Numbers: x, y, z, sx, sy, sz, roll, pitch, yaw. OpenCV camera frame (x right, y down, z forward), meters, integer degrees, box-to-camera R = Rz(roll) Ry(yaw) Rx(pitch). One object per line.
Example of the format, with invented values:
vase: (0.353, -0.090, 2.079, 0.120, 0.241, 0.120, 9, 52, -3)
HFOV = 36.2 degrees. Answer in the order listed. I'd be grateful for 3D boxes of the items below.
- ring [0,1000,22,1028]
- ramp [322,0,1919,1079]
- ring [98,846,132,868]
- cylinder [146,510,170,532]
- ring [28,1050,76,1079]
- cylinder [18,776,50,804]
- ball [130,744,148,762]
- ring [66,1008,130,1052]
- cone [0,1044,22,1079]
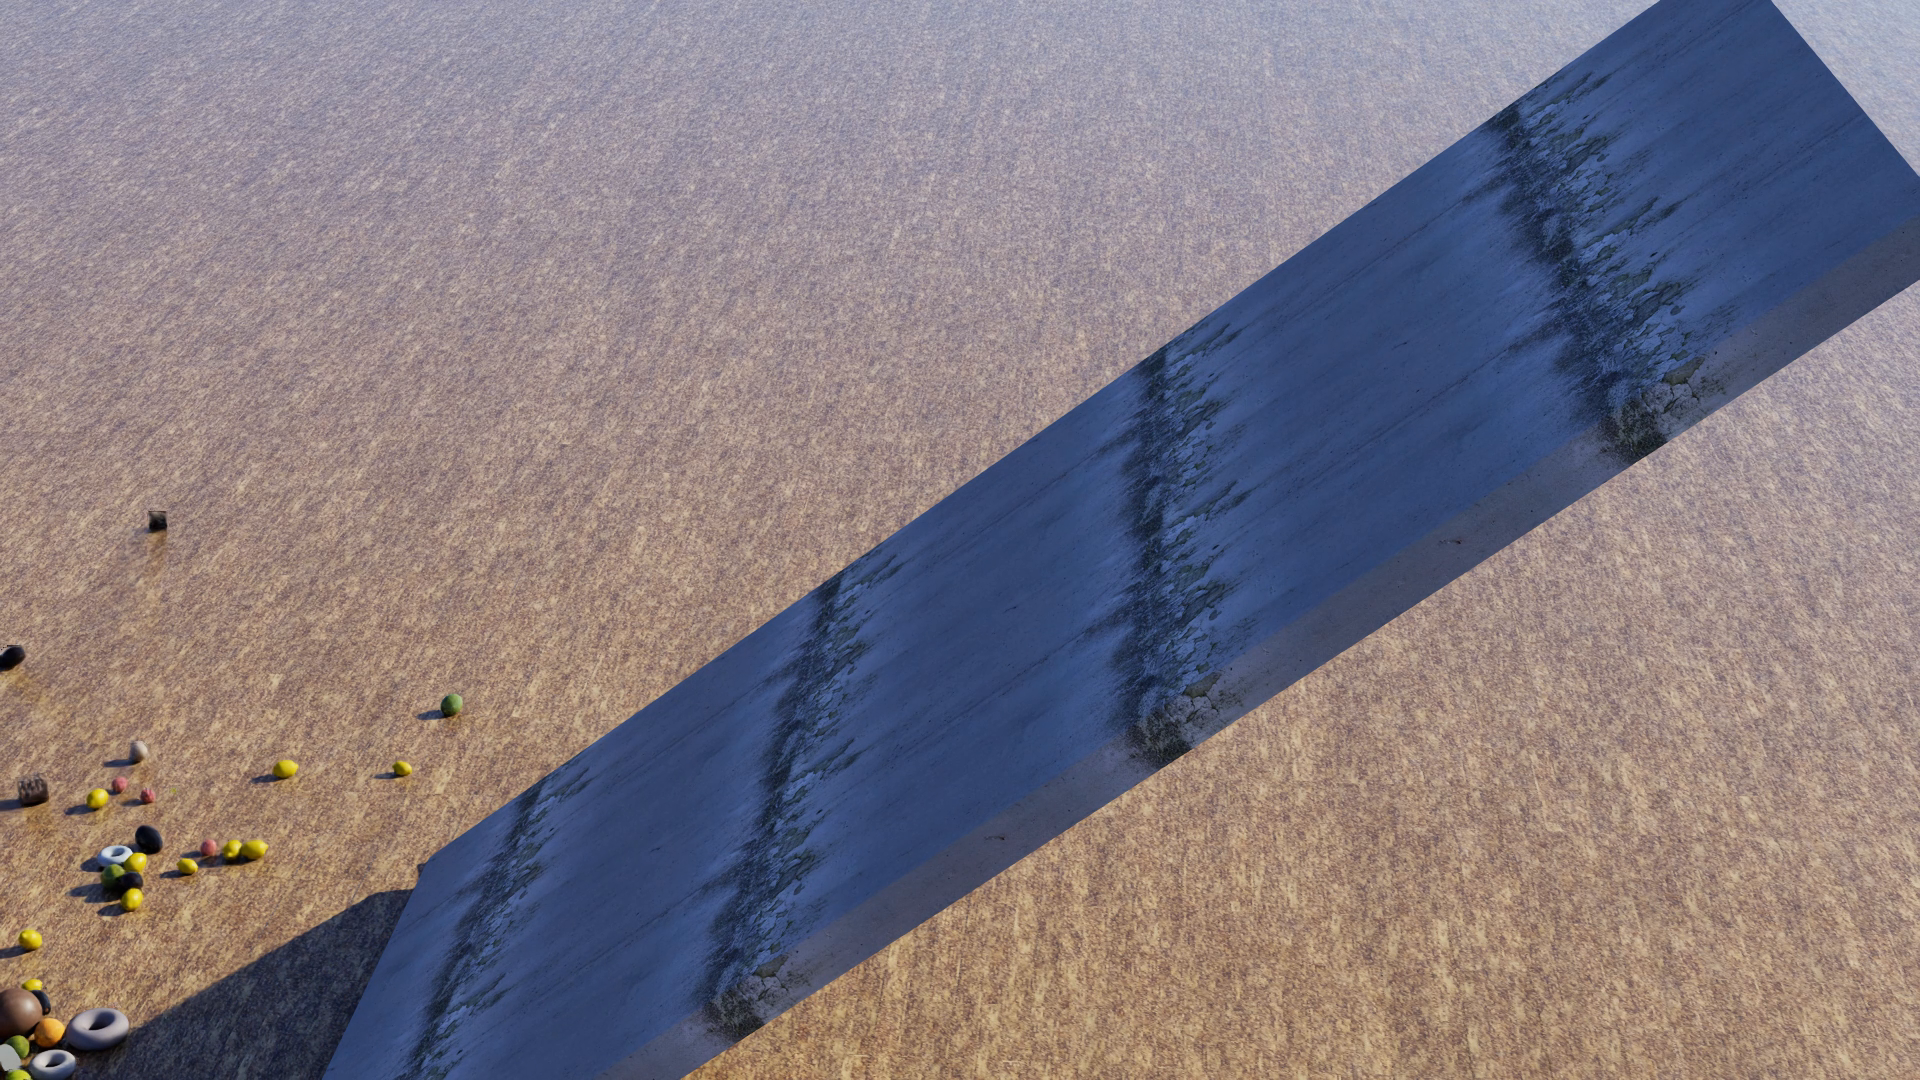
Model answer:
ring: (-2.351, 1.162, 7.215, 0.101, 0.034, 0.101, 0, 21, 0)
ramp: (0.127, 0.180, 6.326, 4.000, 0.100, 2.000, -35, 16, 17)
ring: (-2.282, 0.856, 7.944, 0.094, 0.031, 0.094, 1, 23, -1)
cylinder: (-2.751, -0.064, 10.089, 0.057, 0.057, 0.057, -23, 28, -12)
ring: (-2.160, 1.252, 6.996, 0.112, 0.037, 0.112, 1, 24, 0)
cylinder: (-2.602, 0.701, 8.257, 0.073, 0.073, 0.073, -6, 23, -27)
ball: (-2.372, 0.613, 8.492, 0.052, 0.052, 0.052, 0, 23, 0)
ring: (-2.093, 1.187, 7.136, 0.150, 0.050, 0.150, 0, 24, 0)
cone: (-2.291, 1.257, 6.977, 0.093, 0.093, 0.093, -26, 22, 7)
